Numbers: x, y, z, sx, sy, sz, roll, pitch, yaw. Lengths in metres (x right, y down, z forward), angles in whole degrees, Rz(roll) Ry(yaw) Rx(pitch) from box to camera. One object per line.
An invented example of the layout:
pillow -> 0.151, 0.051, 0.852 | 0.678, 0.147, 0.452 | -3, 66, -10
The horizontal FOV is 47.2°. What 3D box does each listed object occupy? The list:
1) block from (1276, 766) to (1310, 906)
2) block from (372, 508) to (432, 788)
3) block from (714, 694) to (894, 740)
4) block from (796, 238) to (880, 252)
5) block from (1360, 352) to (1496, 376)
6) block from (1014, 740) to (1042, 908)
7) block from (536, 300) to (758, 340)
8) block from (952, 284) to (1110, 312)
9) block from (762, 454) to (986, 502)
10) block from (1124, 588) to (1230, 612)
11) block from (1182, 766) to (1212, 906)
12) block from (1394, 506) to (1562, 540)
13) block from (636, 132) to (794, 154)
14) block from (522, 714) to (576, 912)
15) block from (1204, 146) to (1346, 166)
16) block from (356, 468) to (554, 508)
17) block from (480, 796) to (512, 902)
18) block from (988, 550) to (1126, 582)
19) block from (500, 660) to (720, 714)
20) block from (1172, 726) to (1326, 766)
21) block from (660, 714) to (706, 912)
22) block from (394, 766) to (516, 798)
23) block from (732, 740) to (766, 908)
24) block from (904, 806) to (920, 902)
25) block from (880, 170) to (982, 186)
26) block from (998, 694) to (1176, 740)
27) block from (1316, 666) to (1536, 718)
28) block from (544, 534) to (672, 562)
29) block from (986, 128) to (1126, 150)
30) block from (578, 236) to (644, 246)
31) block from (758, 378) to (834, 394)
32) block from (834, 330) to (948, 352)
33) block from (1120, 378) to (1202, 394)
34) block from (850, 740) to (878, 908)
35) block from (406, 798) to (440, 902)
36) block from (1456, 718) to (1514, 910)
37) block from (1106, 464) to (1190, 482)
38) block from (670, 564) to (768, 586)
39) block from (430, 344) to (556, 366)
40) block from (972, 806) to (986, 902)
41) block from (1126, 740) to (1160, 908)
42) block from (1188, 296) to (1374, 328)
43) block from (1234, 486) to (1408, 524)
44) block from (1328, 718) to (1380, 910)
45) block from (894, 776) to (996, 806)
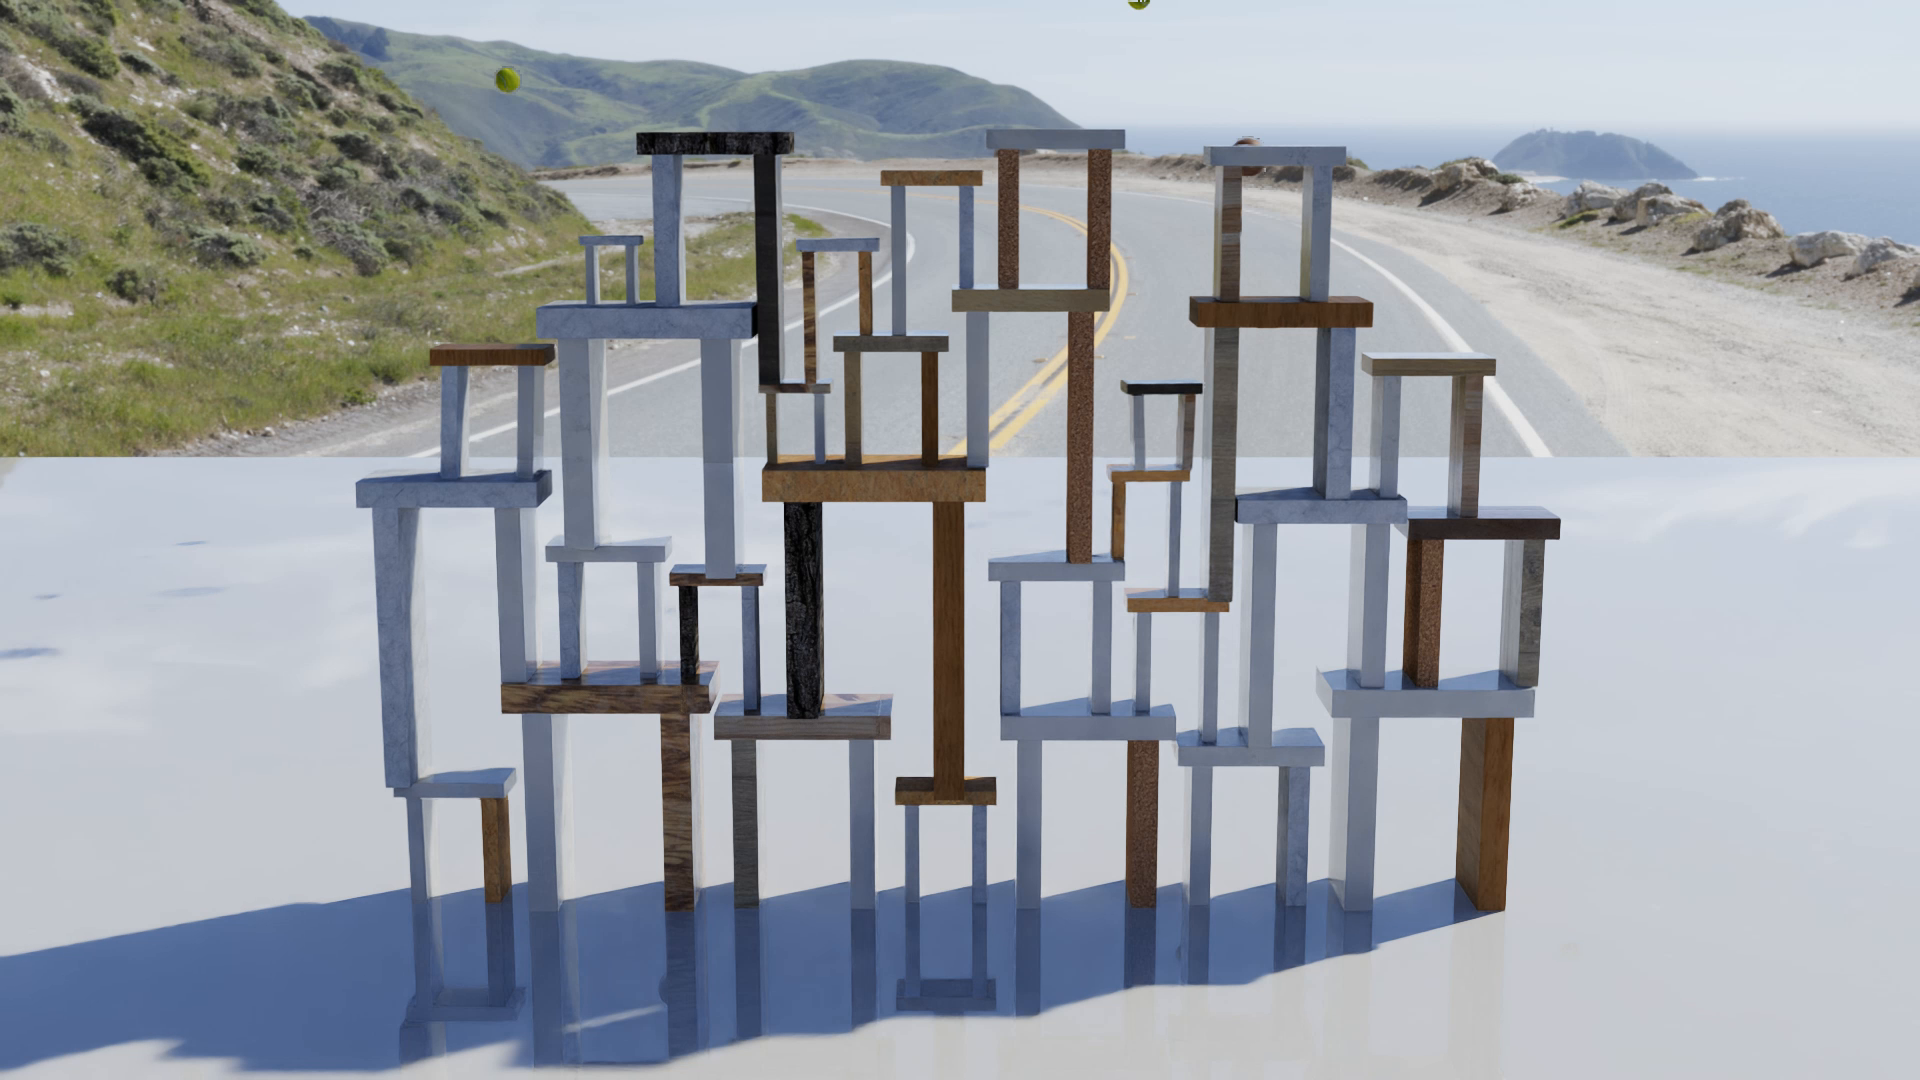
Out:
block -> 0.552, 0.473, 3.647 | 0.034, 0.238, 0.119 | 0, 11, 0
block -> -0.907, 0.162, 3.583 | 0.040, 0.458, 0.143 | 0, 11, 1
block -> -0.254, 0.290, 3.612 | 0.285, 0.040, 0.143 | 0, 11, 0
block -> -0.192, -0.466, 3.469 | 0.131, 0.018, 0.065 | 0, 11, -1
block -> 0.746, -0.280, 3.507 | 0.194, 0.028, 0.097 | 0, 11, 0
block -> 0.113, 0.450, 3.646 | 0.040, 0.283, 0.142 | 0, 11, 0
block -> -0.491, -0.351, 3.497 | 0.334, 0.047, 0.167 | 0, 11, 0
block -> 0.110, -0.385, 3.486 | 0.247, 0.035, 0.123 | 0, 11, 0
block -> -0.135, -0.100, 3.537 | 0.352, 0.050, 0.176 | 0, 11, 0
block -> 0.351, 0.098, 3.582 | 0.165, 0.023, 0.082 | 0, 11, 0
block -> 0.393, 0.473, 3.647 | 0.034, 0.238, 0.119 | 0, 11, 0
block -> 0.833, -0.028, 3.553 | 0.241, 0.034, 0.121 | 0, 11, 0
block -> -0.381, -0.622, 3.446 | 0.235, 0.033, 0.117 | 0, 11, 0
block -> -0.679, 0.427, 3.636 | 0.047, 0.333, 0.167 | 0, 11, 0
block -> 0.492, -0.603, 3.450 | 0.210, 0.030, 0.105 | 0, 11, 0
block -> -0.811, -0.084, 3.542 | 0.285, 0.040, 0.143 | 0, 11, 0
block -> -0.770, 0.500, 3.653 | 0.026, 0.182, 0.091 | 0, 11, 0
block -> 0.155, 0.041, 3.570 | 0.219, 0.031, 0.109 | 0, 11, 0
block -> -0.568, 0.240, 3.602 | 0.333, 0.047, 0.167 | 0, 11, 0
block -> 0.473, 0.340, 3.622 | 0.238, 0.034, 0.119 | 0, 11, 0
block -> -0.457, 0.427, 3.636 | 0.047, 0.333, 0.167 | 0, 11, 0
block -> -0.832, 0.400, 3.627 | 0.182, 0.026, 0.091 | 0, 11, 2
block -> -0.349, 0.450, 3.642 | 0.040, 0.285, 0.143 | 0, 11, 0
block -> -0.078, 0.508, 3.654 | 0.024, 0.167, 0.083 | 0, 11, 0
block -> -0.043, -0.568, 3.452 | 0.158, 0.022, 0.079 | 0, 11, 1
block -> 0.207, 0.291, 3.616 | 0.284, 0.040, 0.142 | 0, 11, 0
block -> 0.759, 0.248, 3.605 | 0.325, 0.046, 0.162 | 0, 11, 0
block -> -0.568, 0.014, 3.566 | 0.192, 0.027, 0.096 | 0, 11, 0
block -> 0.147, -0.628, 3.442 | 0.214, 0.030, 0.107 | 0, 11, 0
block -> -0.550, -0.473, 3.470 | 0.095, 0.013, 0.047 | 0, 11, 0
block -> -0.261, -0.246, 3.515 | 0.114, 0.016, 0.057 | 0, 11, 3
block -> -0.109, -0.317, 3.501 | 0.182, 0.026, 0.091 | 0, 11, 0
block -> 0.322, -0.245, 3.514 | 0.121, 0.017, 0.061 | -1, 11, -7
block -> -0.159, 0.450, 3.642 | 0.040, 0.285, 0.143 | 0, 11, 0
block -> -0.891, 0.500, 3.653 | 0.026, 0.182, 0.091 | 0, 11, 0
block -> 0.867, 0.430, 3.639 | 0.046, 0.325, 0.162 | 0, 11, 0
block -> 0.302, -0.108, 3.541 | 0.127, 0.018, 0.063 | -1, 11, -3
block -> -0.392, 0.057, 3.572 | 0.151, 0.021, 0.076 | 0, 11, 0
block -> -0.744, -0.296, 3.506 | 0.181, 0.026, 0.090 | 0, 11, 0
block -> 0.032, 0.508, 3.654 | 0.024, 0.167, 0.083 | 0, 11, 0
block -> 0.302, 0.450, 3.646 | 0.040, 0.283, 0.142 | 0, 11, 0
block -> 0.507, -0.363, 3.493 | 0.273, 0.039, 0.136 | 0, 11, 0
block -> 0.574, -0.057, 3.546 | 0.268, 0.038, 0.134 | 0, 11, 0
block -> 0.651, 0.430, 3.639 | 0.046, 0.325, 0.162 | 0, 11, 0
block -> -0.023, 0.415, 3.636 | 0.167, 0.024, 0.083 | 0, 11, 0
